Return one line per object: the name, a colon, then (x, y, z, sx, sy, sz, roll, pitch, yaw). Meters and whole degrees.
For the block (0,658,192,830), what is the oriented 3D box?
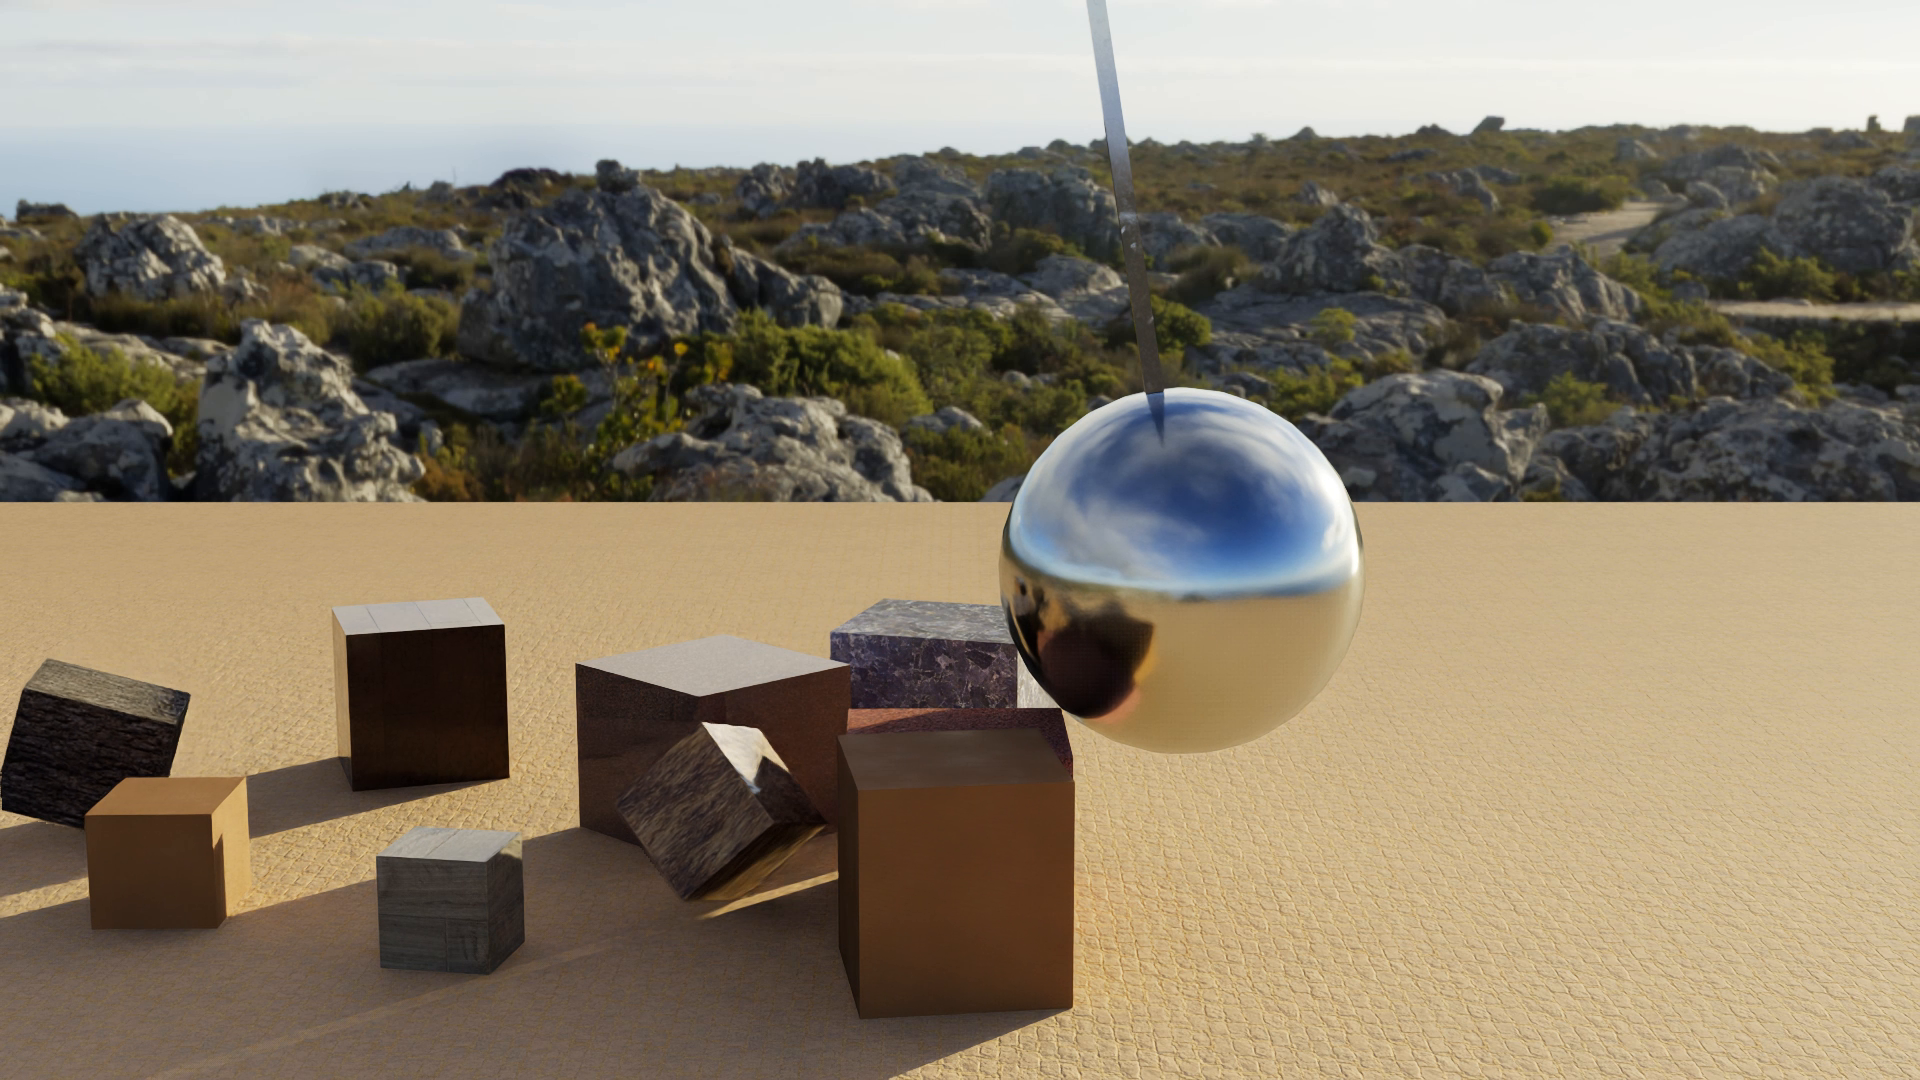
block: (-4.064, 0.982, 12.045, 0.684, 0.582, 0.614, 16, 7, -12)

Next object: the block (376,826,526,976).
block: (-2.044, 1.445, 10.319, 0.456, 0.464, 0.407, 2, 10, 10)

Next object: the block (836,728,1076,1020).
block: (-0.031, 1.282, 10.025, 0.816, 0.891, 0.815, -1, 10, -8)

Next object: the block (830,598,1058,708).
block: (-0.059, 0.813, 12.724, 0.939, 0.848, 0.832, 3, 11, 16)

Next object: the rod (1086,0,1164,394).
rod: (0.419, -3.166, 10.605, 0.080, 5.200, 0.080, -9, 10, 2)

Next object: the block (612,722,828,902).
block: (-1.005, 1.148, 10.814, 0.512, 0.527, 0.600, -41, -17, 10)

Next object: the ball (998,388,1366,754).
ball: (0.967, 0.135, 11.205, 1.600, 1.600, 1.600, 0, 10, 0)

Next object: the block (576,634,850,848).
block: (-1.154, 0.966, 12.043, 0.897, 0.790, 0.926, -10, 14, -43)

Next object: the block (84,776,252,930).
block: (-3.357, 1.324, 10.907, 0.520, 0.493, 0.572, 0, 10, -1)

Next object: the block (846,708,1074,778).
block: (-0.013, 1.187, 10.918, 0.932, 0.759, 0.836, 0, 10, -1)

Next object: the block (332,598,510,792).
block: (-2.758, 0.773, 13.093, 0.777, 0.795, 0.711, -4, 11, -19)
